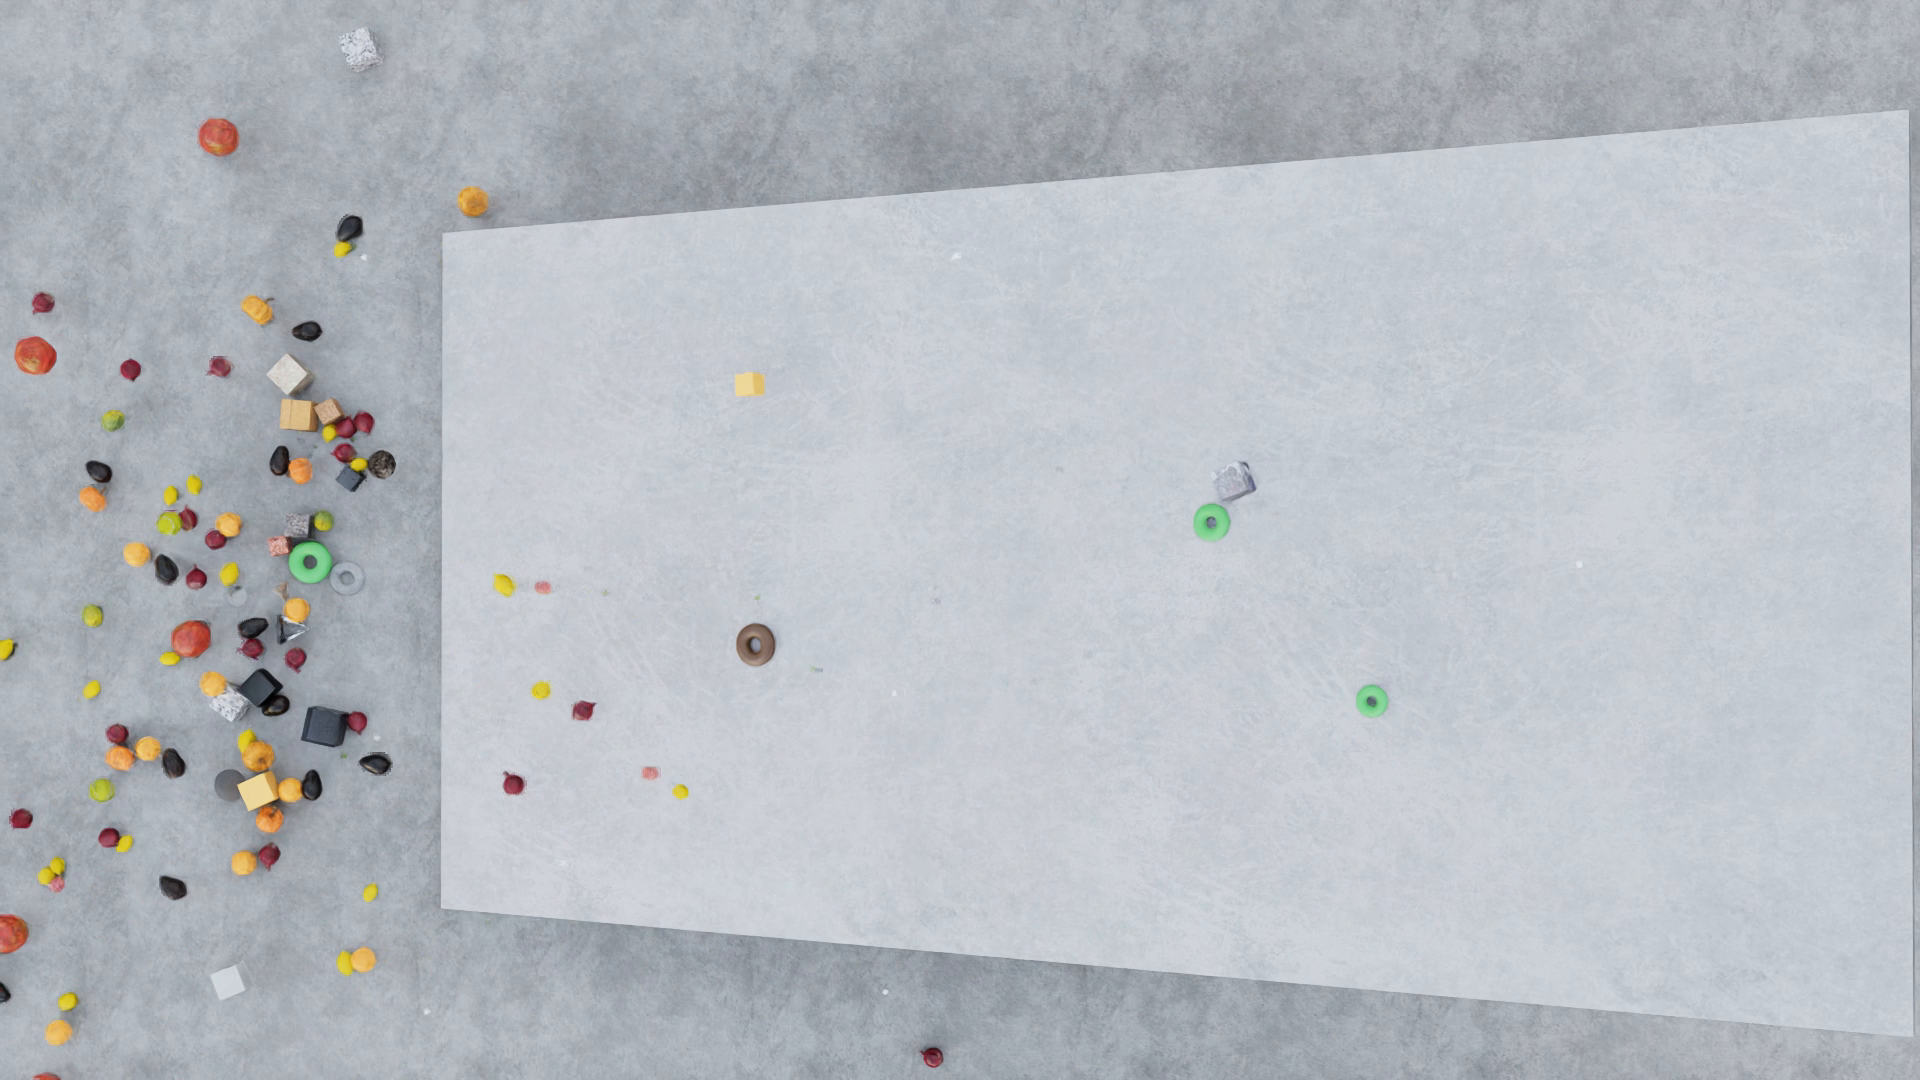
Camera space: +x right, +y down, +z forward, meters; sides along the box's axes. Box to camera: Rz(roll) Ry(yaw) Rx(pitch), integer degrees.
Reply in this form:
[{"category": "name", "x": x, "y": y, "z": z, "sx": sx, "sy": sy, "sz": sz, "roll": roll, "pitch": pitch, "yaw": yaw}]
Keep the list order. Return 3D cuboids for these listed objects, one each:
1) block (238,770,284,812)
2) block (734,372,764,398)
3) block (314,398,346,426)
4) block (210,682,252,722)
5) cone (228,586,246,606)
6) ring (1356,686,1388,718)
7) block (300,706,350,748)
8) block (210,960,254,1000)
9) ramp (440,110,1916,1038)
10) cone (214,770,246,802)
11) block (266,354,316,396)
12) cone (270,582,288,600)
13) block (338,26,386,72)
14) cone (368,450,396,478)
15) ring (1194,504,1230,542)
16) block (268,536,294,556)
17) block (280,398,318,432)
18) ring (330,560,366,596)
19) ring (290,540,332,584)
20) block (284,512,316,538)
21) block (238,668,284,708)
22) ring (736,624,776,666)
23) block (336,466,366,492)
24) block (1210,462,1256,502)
[{"category": "block", "x": -2.085, "y": 0.747, "z": 6.554, "sx": 0.085, "sy": 0.085, "sz": 0.085, "roll": -24, "pitch": 89, "yaw": 0}, {"category": "block", "x": -0.575, "y": -0.424, "z": 6.013, "sx": 0.058, "sy": 0.058, "sz": 0.058, "roll": -5, "pitch": 87, "yaw": 26}, {"category": "block", "x": -1.886, "y": -0.384, "z": 6.580, "sx": 0.059, "sy": 0.059, "sz": 0.059, "roll": -29, "pitch": 89, "yaw": 0}, {"category": "block", "x": -2.170, "y": 0.483, "z": 6.559, "sx": 0.083, "sy": 0.083, "sz": 0.083, "roll": 34, "pitch": 89, "yaw": 0}, {"category": "cone", "x": -2.171, "y": 0.169, "z": 6.574, "sx": 0.059, "sy": 0.059, "sz": 0.059, "roll": 0, "pitch": 89, "yaw": 0}, {"category": "ring", "x": 0.984, "y": 0.385, "z": 5.252, "sx": 0.077, "sy": 0.026, "sz": 0.077, "roll": 0, "pitch": 90, "yaw": 26}, {"category": "block", "x": -1.890, "y": 0.555, "z": 6.550, "sx": 0.099, "sy": 0.099, "sz": 0.099, "roll": 12, "pitch": 89, "yaw": 0}, {"category": "block", "x": -2.168, "y": 1.311, "z": 6.550, "sx": 0.081, "sy": 0.081, "sz": 0.081, "roll": -22, "pitch": 89, "yaw": 0}, {"category": "ramp", "x": 0.280, "y": 0.080, "z": 5.673, "sx": 4.000, "sy": 0.100, "sz": 2.000, "roll": 0, "pitch": 89, "yaw": 26}, {"category": "cone", "x": -2.189, "y": 0.736, "z": 6.548, "sx": 0.097, "sy": 0.097, "sz": 0.097, "roll": 0, "pitch": 89, "yaw": 0}, {"category": "block", "x": -1.997, "y": -0.492, "z": 6.567, "sx": 0.088, "sy": 0.088, "sz": 0.088, "roll": 44, "pitch": 90, "yaw": 0}, {"category": "cone", "x": -2.030, "y": 0.163, "z": 6.592, "sx": 0.053, "sy": 0.053, "sz": 0.053, "roll": -20, "pitch": 116, "yaw": 0}, {"category": "block", "x": -1.789, "y": -1.466, "z": 6.575, "sx": 0.093, "sy": 0.093, "sz": 0.093, "roll": -21, "pitch": 89, "yaw": 0}, {"category": "cone", "x": -1.738, "y": -0.227, "z": 6.565, "sx": 0.086, "sy": 0.086, "sz": 0.086, "roll": 0, "pitch": 89, "yaw": 0}, {"category": "ring", "x": 0.621, "y": -0.043, "z": 5.433, "sx": 0.094, "sy": 0.031, "sz": 0.094, "roll": -1, "pitch": 89, "yaw": 28}, {"category": "block", "x": -2.032, "y": 0.017, "z": 6.578, "sx": 0.054, "sy": 0.054, "sz": 0.054, "roll": -11, "pitch": 89, "yaw": 0}, {"category": "block", "x": -1.971, "y": -0.371, "z": 6.566, "sx": 0.087, "sy": 0.087, "sz": 0.087, "roll": 5, "pitch": 89, "yaw": 0}, {"category": "ring", "x": -1.834, "y": 0.114, "z": 6.586, "sx": 0.109, "sy": 0.036, "sz": 0.109, "roll": 0, "pitch": 90, "yaw": -1}, {"category": "ring", "x": -1.945, "y": 0.066, "z": 6.583, "sx": 0.128, "sy": 0.043, "sz": 0.128, "roll": 0, "pitch": 90, "yaw": -1}, {"category": "block", "x": -1.972, "y": -0.043, "z": 6.571, "sx": 0.069, "sy": 0.069, "sz": 0.069, "roll": 5, "pitch": 89, "yaw": 0}, {"category": "block", "x": -2.086, "y": 0.442, "z": 6.560, "sx": 0.080, "sy": 0.080, "sz": 0.080, "roll": 43, "pitch": 90, "yaw": 0}, {"category": "ring", "x": -0.558, "y": 0.286, "z": 6.008, "sx": 0.119, "sy": 0.040, "sz": 0.119, "roll": 0, "pitch": 90, "yaw": 25}, {"category": "block", "x": -1.824, "y": -0.184, "z": 6.580, "sx": 0.055, "sy": 0.055, "sz": 0.055, "roll": 37, "pitch": 89, "yaw": 0}, {"category": "block", "x": 0.670, "y": -0.143, "z": 5.386, "sx": 0.074, "sy": 0.074, "sz": 0.074, "roll": -23, "pitch": 80, "yaw": 24}]
